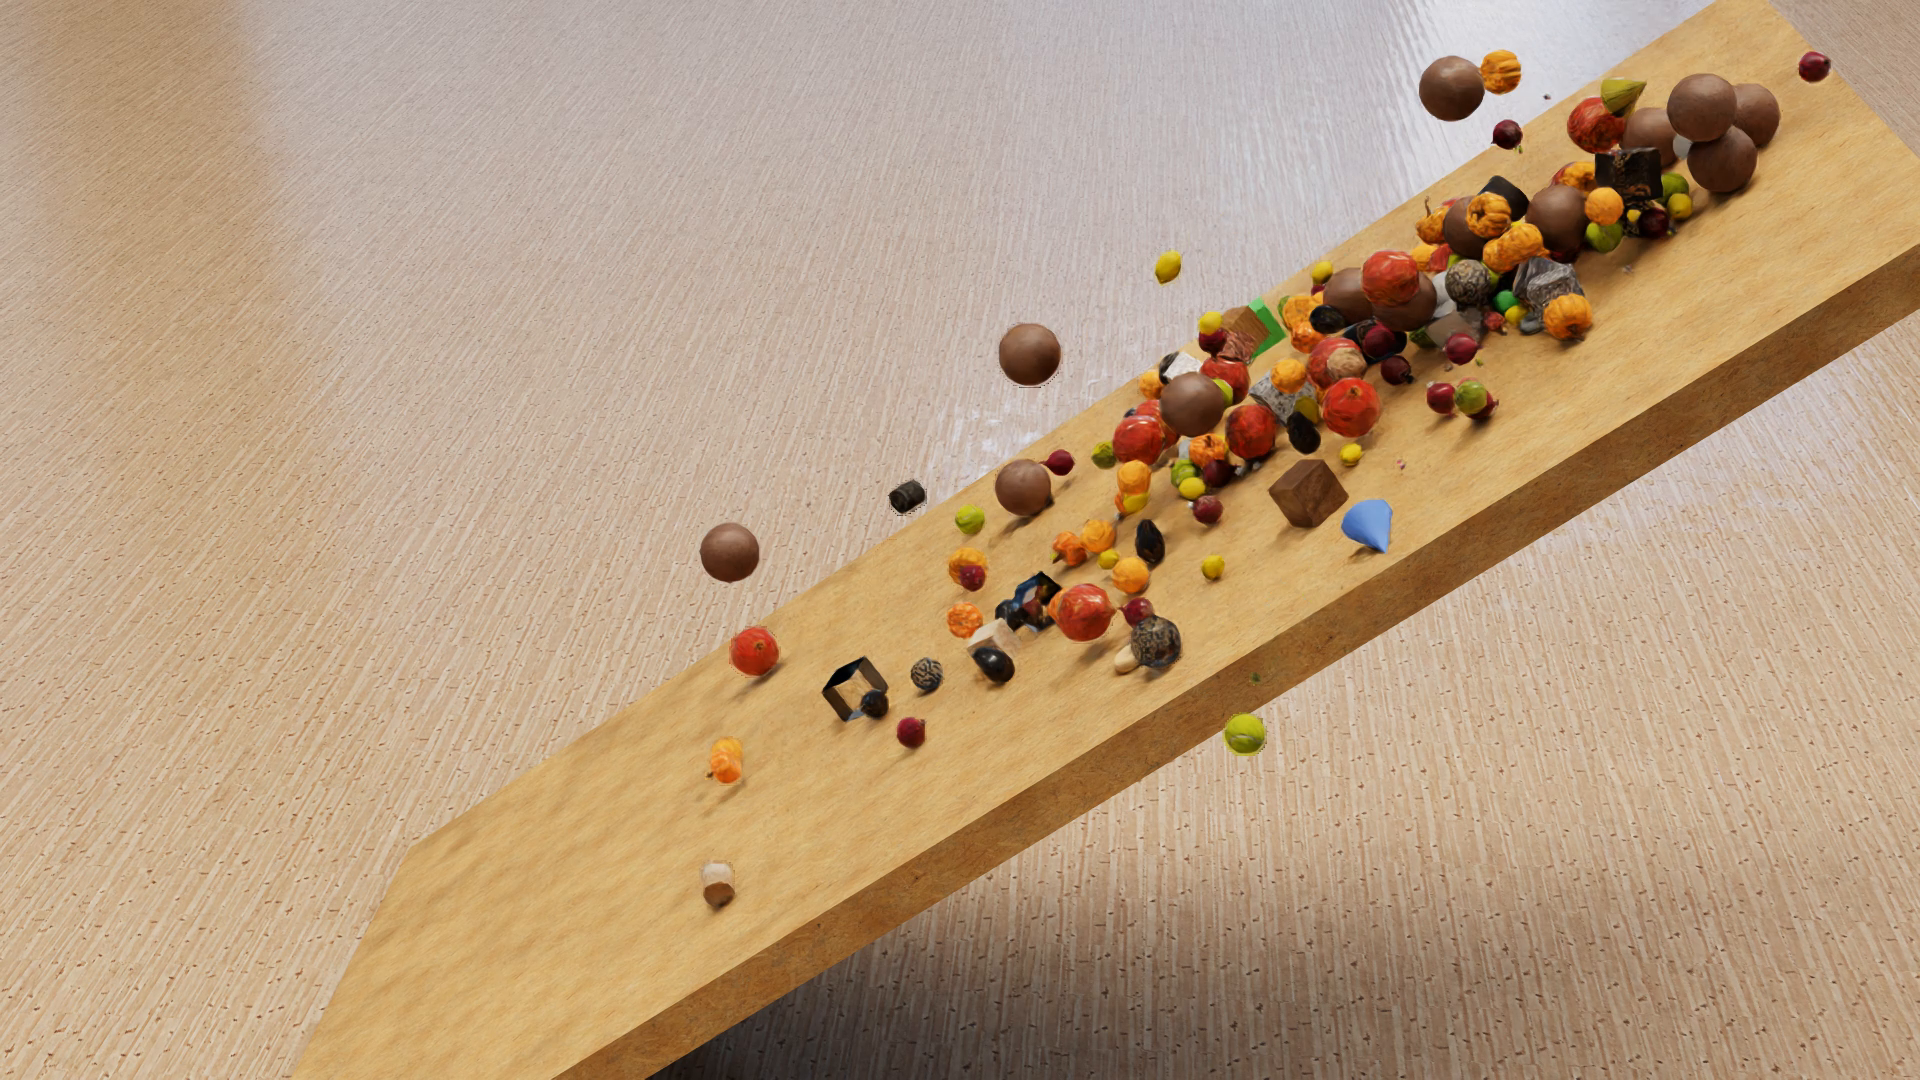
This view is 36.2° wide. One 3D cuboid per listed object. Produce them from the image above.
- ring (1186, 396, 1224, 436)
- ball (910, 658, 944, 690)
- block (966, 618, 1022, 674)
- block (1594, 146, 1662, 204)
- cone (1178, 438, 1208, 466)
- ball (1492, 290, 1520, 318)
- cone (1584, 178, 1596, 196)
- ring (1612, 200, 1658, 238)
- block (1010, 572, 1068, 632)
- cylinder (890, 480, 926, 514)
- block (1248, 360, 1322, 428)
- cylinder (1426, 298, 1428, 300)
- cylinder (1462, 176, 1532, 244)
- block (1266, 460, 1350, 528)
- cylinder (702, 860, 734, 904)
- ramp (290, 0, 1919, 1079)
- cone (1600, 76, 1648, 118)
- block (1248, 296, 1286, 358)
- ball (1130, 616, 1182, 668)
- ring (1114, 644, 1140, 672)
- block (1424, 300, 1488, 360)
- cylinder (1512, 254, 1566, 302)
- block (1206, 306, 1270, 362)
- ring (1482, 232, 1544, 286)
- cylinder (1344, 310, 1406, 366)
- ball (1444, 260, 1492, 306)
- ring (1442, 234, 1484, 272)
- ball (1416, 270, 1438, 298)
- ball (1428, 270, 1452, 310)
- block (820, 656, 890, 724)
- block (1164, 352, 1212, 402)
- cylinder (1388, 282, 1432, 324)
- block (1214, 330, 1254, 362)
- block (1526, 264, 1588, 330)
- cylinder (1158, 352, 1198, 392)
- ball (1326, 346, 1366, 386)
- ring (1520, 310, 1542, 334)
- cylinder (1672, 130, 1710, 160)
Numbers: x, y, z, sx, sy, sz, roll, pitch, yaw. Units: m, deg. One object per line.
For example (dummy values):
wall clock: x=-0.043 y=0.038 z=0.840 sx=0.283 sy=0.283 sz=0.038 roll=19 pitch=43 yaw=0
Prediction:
ring: x=0.535 y=-0.272 z=6.417 sx=0.035 sy=0.106 sz=0.106 roll=41 pitch=32 yaw=6
ball: x=-0.069 y=0.279 z=6.135 sx=0.067 sy=0.067 sz=0.067 roll=0 pitch=22 yaw=0
block: x=0.069 y=0.217 z=6.006 sx=0.071 sy=0.071 sz=0.071 roll=-27 pitch=18 yaw=32
block: x=1.274 y=-0.696 z=5.610 sx=0.092 sy=0.092 sz=0.092 roll=-9 pitch=13 yaw=-10
cone: x=0.496 y=-0.182 z=6.302 sx=0.063 sy=0.063 sz=0.063 roll=0 pitch=-11 yaw=0
ball: x=1.078 y=-0.466 z=5.806 sx=0.054 sy=0.054 sz=0.054 roll=0 pitch=22 yaw=0
cone: x=1.268 y=-0.674 z=5.717 sx=0.080 sy=0.080 sz=0.080 roll=-24 pitch=75 yaw=-46
ring: x=1.305 y=-0.627 z=5.688 sx=0.087 sy=0.087 sz=0.029 roll=0 pitch=-7 yaw=-1
block: x=0.161 y=0.127 z=6.012 sx=0.075 sy=0.075 sz=0.075 roll=-31 pitch=30 yaw=41
cylinder: x=-0.125 y=-0.103 z=6.985 sx=0.060 sy=0.060 sz=0.060 roll=20 pitch=37 yaw=41
block: x=0.675 y=-0.304 z=6.124 sx=0.094 sy=0.094 sz=0.094 roll=-45 pitch=15 yaw=-2
cylinder: x=0.989 y=-0.529 z=6.152 sx=0.052 sy=0.052 sz=0.052 roll=1 pitch=22 yaw=-4
cylinder: x=1.096 y=-0.674 z=6.005 sx=0.099 sy=0.099 sz=0.099 roll=-49 pitch=33 yaw=-2
block: x=0.658 y=-0.087 z=5.558 sx=0.091 sy=0.091 sz=0.091 roll=-42 pitch=16 yaw=-17
cylinder: x=-0.482 y=0.681 z=5.843 sx=0.062 sy=0.062 sz=0.062 roll=-1 pitch=46 yaw=-2
ramp: x=0.134 y=0.175 z=6.309 sx=4.000 sy=0.100 sz=2.000 roll=-33 pitch=16 yaw=15
cone: x=1.272 y=-0.852 z=5.565 sx=0.083 sy=0.083 sz=0.083 roll=-16 pitch=-4 yaw=-35
block: x=0.674 y=-0.483 z=6.680 sx=0.089 sy=0.089 sz=0.089 roll=-34 pitch=16 yaw=10
ball: x=0.360 y=0.188 z=5.404 sx=0.096 sy=0.096 sz=0.096 roll=0 pitch=22 yaw=0
ring: x=0.325 y=0.217 z=5.523 sx=0.084 sy=0.028 sz=0.084 roll=-34 pitch=15 yaw=10
block: x=0.983 y=-0.425 z=5.832 sx=0.080 sy=0.080 sz=0.080 roll=-34 pitch=14 yaw=34
cylinder: x=1.123 y=-0.498 z=5.671 sx=0.087 sy=0.087 sz=0.087 roll=16 pitch=21 yaw=-4
block: x=0.590 y=-0.437 z=6.227 sx=0.080 sy=0.080 sz=0.080 roll=-50 pitch=20 yaw=-21
ring: x=1.124 y=-0.571 z=5.983 sx=0.140 sy=0.047 sz=0.140 roll=-28 pitch=31 yaw=19
cylinder: x=0.856 y=-0.415 z=6.072 sx=0.092 sy=0.092 sz=0.092 roll=-23 pitch=0 yaw=-45
ball: x=0.998 y=-0.506 z=5.774 sx=0.091 sy=0.091 sz=0.091 roll=0 pitch=22 yaw=0
ring: x=1.066 y=-0.601 z=6.230 sx=0.038 sy=0.113 sz=0.113 roll=44 pitch=30 yaw=1
ball: x=0.961 y=-0.522 z=6.007 sx=0.056 sy=0.056 sz=0.056 roll=0 pitch=22 yaw=0
ball: x=0.985 y=-0.496 z=5.904 sx=0.093 sy=0.093 sz=0.093 roll=0 pitch=22 yaw=0
block: x=-0.225 y=0.321 z=6.316 sx=0.088 sy=0.088 sz=0.088 roll=-26 pitch=19 yaw=35
block: x=0.517 y=-0.371 z=6.661 sx=0.069 sy=0.069 sz=0.069 roll=33 pitch=-8 yaw=30
cylinder: x=0.926 y=-0.488 z=6.061 sx=0.066 sy=0.066 sz=0.066 roll=-30 pitch=0 yaw=0
block: x=0.565 y=-0.400 z=6.070 sx=0.054 sy=0.054 sz=0.054 roll=12 pitch=-3 yaw=-44
block: x=1.128 y=-0.459 z=5.560 sx=0.082 sy=0.082 sz=0.082 roll=-19 pitch=14 yaw=24
cylinder: x=0.509 y=-0.383 z=6.757 sx=0.087 sy=0.087 sz=0.087 roll=-5 pitch=11 yaw=-12
ball: x=0.759 y=-0.341 z=5.782 sx=0.079 sy=0.079 sz=0.079 roll=0 pitch=22 yaw=0
ring: x=1.112 y=-0.424 z=5.662 sx=0.077 sy=0.026 sz=0.077 roll=-31 pitch=18 yaw=11
cylinder: x=1.415 y=-0.766 z=5.690 sx=0.053 sy=0.053 sz=0.053 roll=19 pitch=24 yaw=39
